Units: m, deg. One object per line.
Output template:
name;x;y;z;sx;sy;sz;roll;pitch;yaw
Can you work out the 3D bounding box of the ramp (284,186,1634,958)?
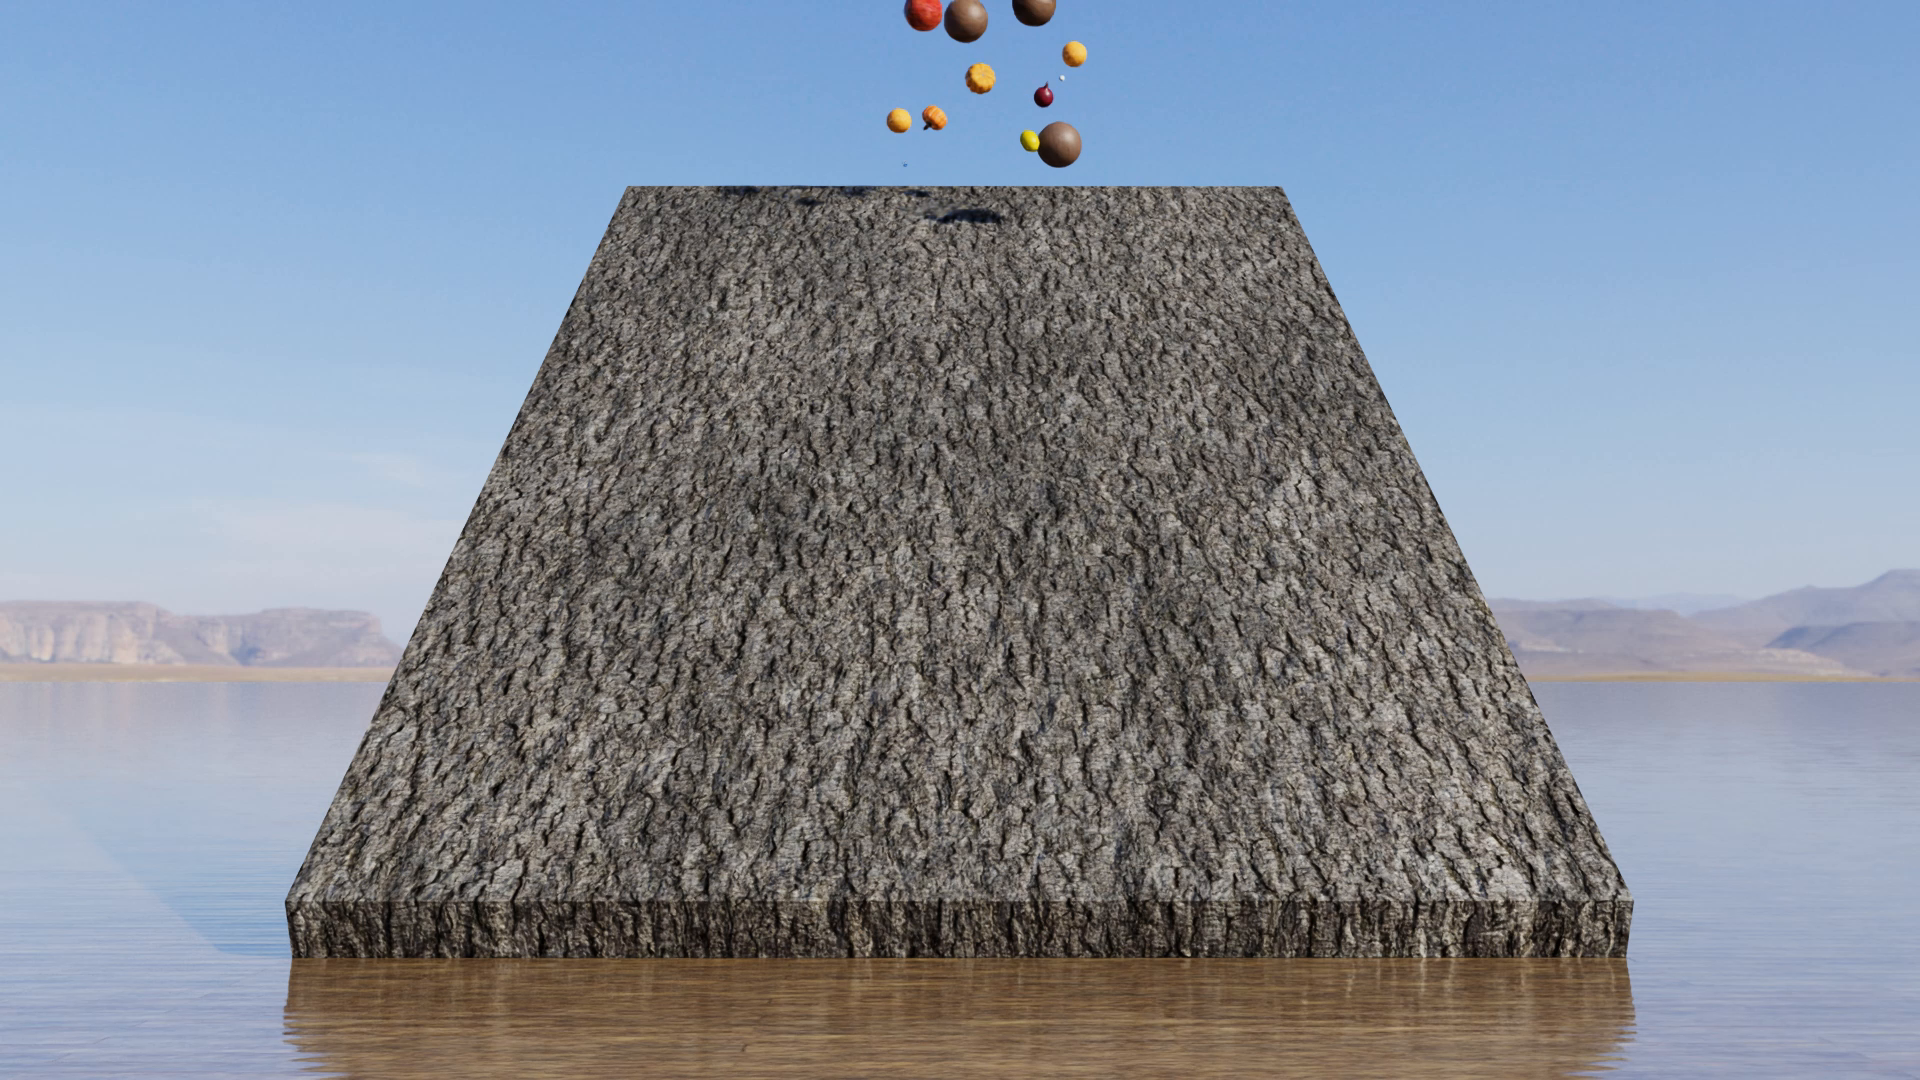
ramp;-0.008;-0.228;5.293;2.000;0.100;4.000;0;24;0
